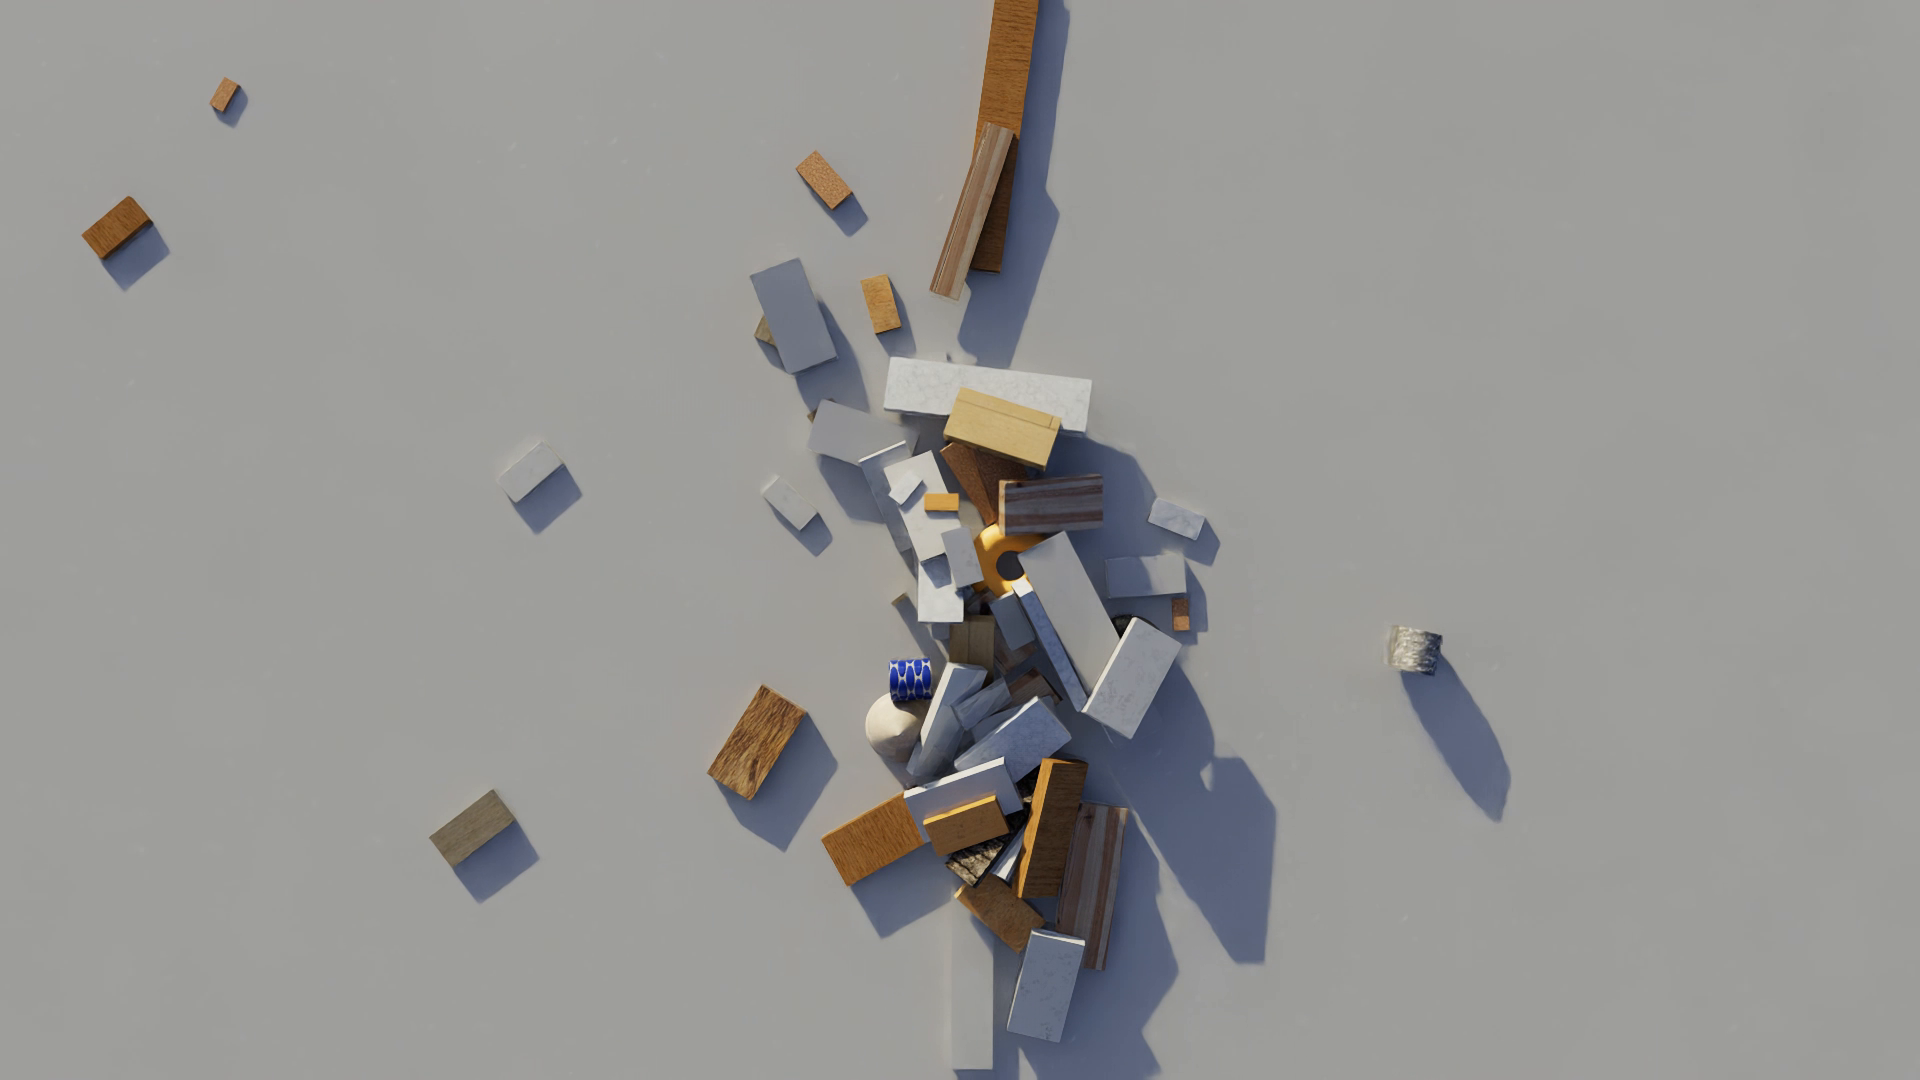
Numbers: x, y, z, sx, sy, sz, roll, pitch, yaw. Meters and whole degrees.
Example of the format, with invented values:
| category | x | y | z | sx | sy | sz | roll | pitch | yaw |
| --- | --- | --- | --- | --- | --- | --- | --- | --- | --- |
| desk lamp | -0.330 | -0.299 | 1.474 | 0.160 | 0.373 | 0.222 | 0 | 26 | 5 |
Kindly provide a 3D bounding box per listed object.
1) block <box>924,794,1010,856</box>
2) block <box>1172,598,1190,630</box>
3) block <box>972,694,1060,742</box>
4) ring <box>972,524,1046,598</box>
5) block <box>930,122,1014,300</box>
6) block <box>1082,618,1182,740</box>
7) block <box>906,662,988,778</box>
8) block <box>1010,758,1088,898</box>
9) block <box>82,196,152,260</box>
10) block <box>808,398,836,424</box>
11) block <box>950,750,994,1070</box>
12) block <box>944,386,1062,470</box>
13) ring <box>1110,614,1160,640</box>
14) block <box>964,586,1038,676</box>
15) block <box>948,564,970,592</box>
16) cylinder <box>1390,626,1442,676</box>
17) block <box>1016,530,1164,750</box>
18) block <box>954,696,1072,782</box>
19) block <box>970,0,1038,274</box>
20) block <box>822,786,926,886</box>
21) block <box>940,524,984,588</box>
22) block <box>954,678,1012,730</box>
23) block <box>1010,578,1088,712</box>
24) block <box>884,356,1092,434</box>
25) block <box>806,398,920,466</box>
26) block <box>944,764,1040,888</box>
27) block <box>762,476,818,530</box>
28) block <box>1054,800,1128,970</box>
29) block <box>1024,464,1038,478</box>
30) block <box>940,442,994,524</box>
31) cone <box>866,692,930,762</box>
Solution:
| category | x | y | z | sx | sy | sz | roll | pitch | yaw |
| --- | --- | --- | --- | --- | --- | --- | --- | --- | --- |
| block | 0.022 | 0.929 | 5.355 | 0.250 | 0.035 | 0.125 | -21 | 105 | 9 |
| block | 0.735 | 0.248 | 5.493 | 0.052 | 0.015 | 0.104 | -3 | 90 | 0 |
| block | 0.188 | 0.620 | 5.431 | 0.283 | 0.040 | 0.141 | -19 | 92 | 2 |
| ring | 0.169 | 0.085 | 5.452 | 0.297 | 0.099 | 0.297 | 0 | 89 | 0 |
| block | 0.039 | -1.085 | 5.444 | 0.102 | 0.029 | 0.586 | 18 | 90 | 0 |
| block | 0.556 | 0.447 | 5.334 | 0.175 | 0.050 | 0.350 | 31 | 81 | -7 |
| block | -0.043 | 0.590 | 5.392 | 0.140 | 0.040 | 0.399 | 9 | 109 | -37 |
| block | 0.295 | 0.943 | 5.402 | 0.172 | 0.049 | 0.458 | 8 | 97 | -43 |
| block | -2.806 | -1.038 | 5.486 | 0.204 | 0.029 | 0.102 | -40 | 90 | 0 |
| block | -0.452 | -0.423 | 5.493 | 0.105 | 0.015 | 0.053 | -36 | 90 | 0 |
| block | 0.042 | 1.226 | 5.480 | 0.141 | 0.040 | 1.052 | 0 | 90 | 0 |
| block | 0.138 | -0.361 | 5.349 | 0.347 | 0.049 | 0.174 | 18 | 73 | 6 |
| ring | 0.557 | 0.379 | 5.456 | 0.265 | 0.088 | 0.265 | 0 | 91 | 0 |
| block | 0.119 | 0.300 | 5.426 | 0.140 | 0.040 | 0.280 | -38 | 113 | 1 |
| block | -0.003 | 0.113 | 5.301 | 0.052 | 0.015 | 0.104 | -12 | 76 | -3 |
| cylinder | 1.502 | 0.365 | 5.431 | 0.137 | 0.137 | 0.137 | 13 | 90 | 0 |
| block | 0.425 | 0.328 | 5.386 | 0.175 | 0.050 | 0.717 | -27 | 91 | 0 |
| block | 0.172 | 0.685 | 5.386 | 0.349 | 0.049 | 0.175 | -39 | 102 | 7 |
| block | 0.134 | -1.406 | 5.479 | 0.145 | 0.041 | 1.024 | 8 | 90 | 0 |
| block | -0.261 | 0.982 | 5.475 | 0.356 | 0.050 | 0.178 | -29 | 90 | 0 |
| block | 0.007 | 0.053 | 5.272 | 0.092 | 0.026 | 0.185 | -16 | 91 | -4 |
| block | 0.077 | 0.537 | 5.394 | 0.184 | 0.026 | 0.092 | -32 | 128 | -12 |
| block | 0.294 | 0.339 | 5.360 | 0.049 | 0.175 | 0.436 | -27 | 105 | -2 |
| block | 0.092 | -0.476 | 5.433 | 0.669 | 0.049 | 0.174 | 7 | 84 | 5 |
| block | -0.322 | -0.333 | 5.467 | 0.344 | 0.049 | 0.172 | 18 | 92 | -2 |
| block | 0.142 | 0.916 | 5.409 | 0.125 | 0.035 | 0.468 | 32 | 77 | 30 |
| block | -0.565 | -0.122 | 5.488 | 0.175 | 0.025 | 0.087 | 44 | 90 | 0 |
| block | 0.429 | 1.145 | 5.475 | 0.178 | 0.050 | 0.537 | 8 | 90 | 0 |
| block | 0.237 | -0.301 | 5.452 | 0.087 | 0.025 | 0.175 | 22 | 91 | -1 |
| block | 0.073 | -0.210 | 5.447 | 0.145 | 0.041 | 0.291 | -33 | 99 | 1 |
| cone | -0.196 | 0.623 | 5.380 | 0.239 | 0.239 | 0.239 | 0 | 90 | 0 |
